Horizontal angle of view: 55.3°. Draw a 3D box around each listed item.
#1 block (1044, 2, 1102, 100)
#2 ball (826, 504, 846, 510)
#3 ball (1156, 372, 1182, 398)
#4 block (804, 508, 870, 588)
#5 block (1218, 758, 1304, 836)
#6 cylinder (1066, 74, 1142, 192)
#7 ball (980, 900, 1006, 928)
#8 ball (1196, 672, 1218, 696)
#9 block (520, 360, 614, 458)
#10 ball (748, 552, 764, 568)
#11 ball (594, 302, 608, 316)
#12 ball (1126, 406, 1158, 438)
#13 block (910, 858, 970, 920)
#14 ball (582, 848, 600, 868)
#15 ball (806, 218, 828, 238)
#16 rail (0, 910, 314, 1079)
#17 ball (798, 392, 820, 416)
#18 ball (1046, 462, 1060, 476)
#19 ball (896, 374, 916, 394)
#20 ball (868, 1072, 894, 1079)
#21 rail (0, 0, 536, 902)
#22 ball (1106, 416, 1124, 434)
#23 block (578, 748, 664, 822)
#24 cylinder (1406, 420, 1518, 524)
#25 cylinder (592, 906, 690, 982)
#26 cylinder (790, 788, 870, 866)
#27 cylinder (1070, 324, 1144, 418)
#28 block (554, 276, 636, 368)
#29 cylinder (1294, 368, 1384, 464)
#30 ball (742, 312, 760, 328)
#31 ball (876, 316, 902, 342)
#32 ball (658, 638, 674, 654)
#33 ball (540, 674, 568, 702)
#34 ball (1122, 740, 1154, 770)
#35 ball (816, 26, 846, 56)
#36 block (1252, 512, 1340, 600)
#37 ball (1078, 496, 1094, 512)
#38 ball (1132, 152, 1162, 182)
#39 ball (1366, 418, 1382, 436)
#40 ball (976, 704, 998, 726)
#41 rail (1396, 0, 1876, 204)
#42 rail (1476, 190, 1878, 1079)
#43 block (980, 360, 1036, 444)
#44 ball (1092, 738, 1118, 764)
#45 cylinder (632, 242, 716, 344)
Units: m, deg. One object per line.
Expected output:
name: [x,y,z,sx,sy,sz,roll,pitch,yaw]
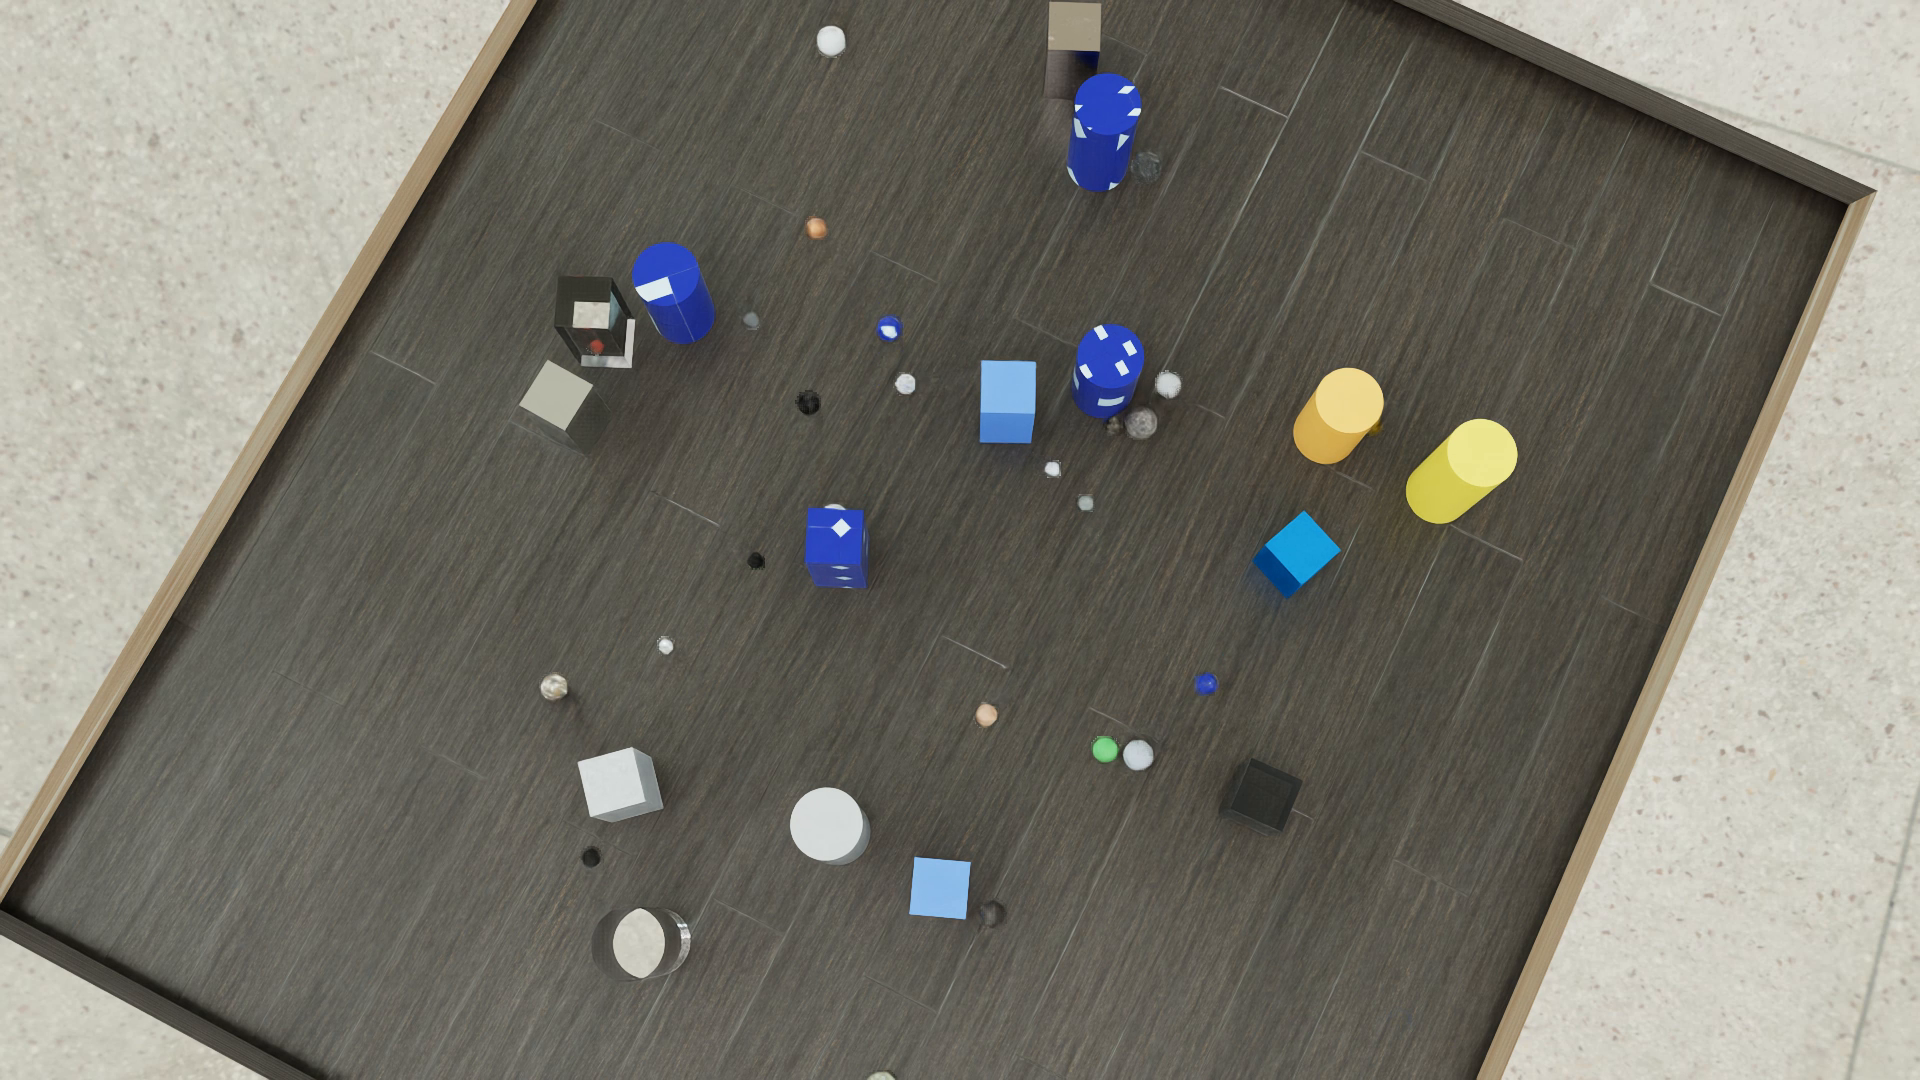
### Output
block: [0.350,-1.532,5.759,0.158,0.342,0.158,2,78,0]
ball: [-0.378,-0.070,5.528,0.079,0.079,0.079,0,78,0]
ball: [0.647,-0.479,5.676,0.077,0.077,0.077,0,78,0]
block: [-0.359,0.028,5.412,0.158,0.388,0.158,2,78,0]
block: [0.871,0.749,5.327,0.158,0.263,0.158,24,79,5]
cylinder: [0.440,-1.252,5.655,0.197,0.432,0.197,0,78,0]
ball: [0.096,1.092,5.351,0.077,0.077,0.077,0,78,0]
ball: [0.741,0.432,5.493,0.067,0.067,0.067,0,78,0]
block: [-1.183,-0.392,5.530,0.158,0.328,0.158,29,80,6]
ball: [-0.622,0.063,5.578,0.050,0.050,0.050,0,78,0]
ball: [-1.127,-0.722,5.743,0.044,0.044,0.044,0,78,0]
ball: [0.559,-0.360,5.641,0.099,0.099,0.099,0,78,0]
block: [-0.056,1.004,5.277,0.158,0.258,0.158,5,78,1]
ball: [-1.086,0.937,5.395,0.055,0.055,0.055,0,78,0]
ball: [-0.451,-0.985,5.787,0.065,0.065,0.065,0,78,0]
rail: [-1.004,1.974,5.142,4.130,0.128,0.045,26,80,5]
ball: [-0.467,-0.420,5.668,0.069,0.069,0.069,0,78,0]
ball: [0.284,-0.218,5.639,0.045,0.045,0.045,0,78,0]
ball: [-0.168,-0.484,5.685,0.063,0.063,0.063,0,78,0]
ball: [-0.225,1.570,5.244,0.094,0.094,0.094,0,78,0]
rail: [-1.826,-0.887,5.734,0.045,0.128,4.538,26,80,5]
ball: [0.477,-0.353,5.661,0.055,0.055,0.055,0,78,0]
block: [-0.978,0.711,5.303,0.158,0.327,0.158,-15,79,-3]
cylinder: [1.473,-0.196,5.407,0.197,0.490,0.197,0,78,0]
cylinder: [-0.889,1.130,5.138,0.197,0.479,0.197,0,78,0]
cylinder: [-0.364,0.819,5.213,0.197,0.457,0.197,0,78,0]
cylinder: [0.444,-0.508,5.554,0.197,0.328,0.197,0,78,0]
block: [-1.103,-0.658,5.554,0.158,0.390,0.158,2,78,0]
cylinder: [1.133,-0.369,5.506,0.197,0.366,0.197,0,78,0]
ball: [-0.653,-0.688,5.732,0.052,0.052,0.052,0,78,0]
ball: [-0.221,-0.657,5.713,0.077,0.077,0.077,0,78,0]
ball: [-0.887,0.321,5.528,0.045,0.045,0.045,0,78,0]
ball: [-1.214,0.442,5.484,0.081,0.081,0.081,0,78,0]
ball: [0.529,0.639,5.437,0.091,0.091,0.091,0,78,0]
ball: [-0.415,-1.608,5.901,0.094,0.094,0.094,0,78,0]
block: [1.004,0.047,5.482,0.158,0.244,0.158,-40,81,-8]
ball: [0.385,-0.113,5.615,0.049,0.049,0.049,0,78,0]
ball: [0.592,-1.182,5.811,0.098,0.098,0.098,0,78,0]
ball: [1.264,-0.356,5.639,0.067,0.067,0.067,0,78,0]
ball: [0.079,0.523,5.474,0.066,0.066,0.066,0,78,0]
rail: [1.004,-1.960,5.956,4.130,0.128,0.045,26,80,5]
rail: [1.826,0.901,5.364,0.045,0.128,4.538,26,80,5]
block: [0.142,-0.413,5.528,0.158,0.341,0.158,1,78,0]
ball: [0.432,0.625,5.448,0.076,0.076,0.076,0,78,0]
cylinder: [-0.868,-0.748,5.585,0.197,0.366,0.197,0,78,0]
